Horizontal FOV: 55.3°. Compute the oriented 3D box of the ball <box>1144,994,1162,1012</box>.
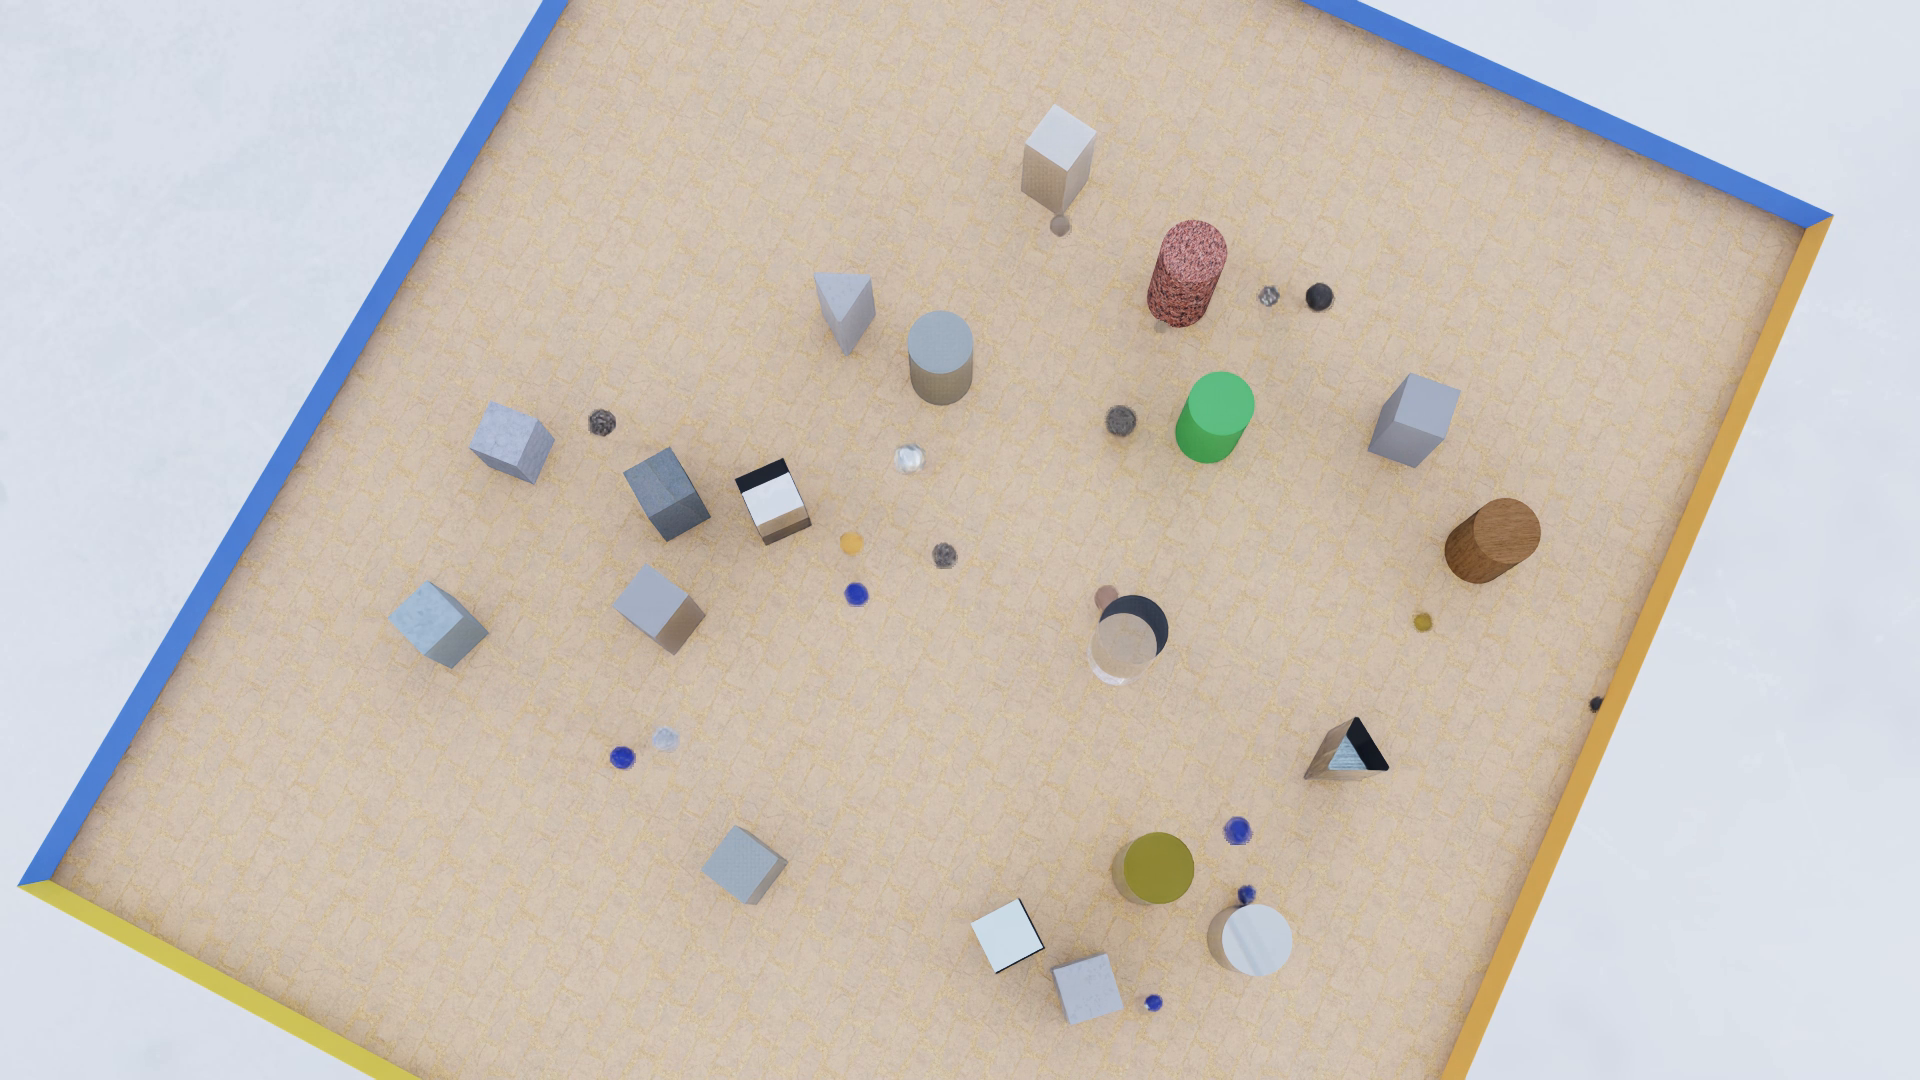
[{"bbox_3d":[0.559,1.344,5.314,0.049,0.049,0.049,0,78,0],"label":"ball"}]

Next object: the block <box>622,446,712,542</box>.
[{"bbox_3d":[-0.870,-0.133,5.467,0.156,0.347,0.156,-30,80,-6],"label":"block"}]

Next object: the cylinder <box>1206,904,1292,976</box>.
[{"bbox_3d":[0.821,1.137,5.217,0.194,0.323,0.194,0,78,0],"label":"cylinder"}]

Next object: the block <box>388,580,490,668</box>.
[{"bbox_3d":[-1.537,0.253,5.413,0.156,0.296,0.156,44,82,8],"label":"block"}]

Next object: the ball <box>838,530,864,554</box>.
[{"bbox_3d":[-0.332,0.009,5.579,0.074,0.074,0.074,0,78,0],"label":"ball"}]

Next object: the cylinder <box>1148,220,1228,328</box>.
[{"bbox_3d":[0.686,-0.804,5.570,0.194,0.416,0.194,0,78,0],"label":"cylinder"}]

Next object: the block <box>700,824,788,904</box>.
[{"bbox_3d":[-0.614,0.935,5.258,0.156,0.323,0.156,36,81,7],"label":"block"}]

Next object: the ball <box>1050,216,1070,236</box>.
[{"bbox_3d":[0.316,-0.993,5.788,0.066,0.066,0.066,0,78,0],"label":"ball"}]

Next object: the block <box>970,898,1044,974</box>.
[{"bbox_3d":[0.134,1.134,5.256,0.156,0.246,0.156,-27,80,-5],"label":"block"}]

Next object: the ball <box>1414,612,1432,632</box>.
[{"bbox_3d":[1.400,0.248,5.537,0.055,0.055,0.055,0,78,0],"label":"ball"}]

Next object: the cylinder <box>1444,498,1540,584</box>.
[{"bbox_3d":[1.580,0.006,5.450,0.194,0.324,0.194,0,78,0],"label":"cylinder"}]

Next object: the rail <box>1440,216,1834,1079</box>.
[{"bbox_3d":[1.744,0.861,5.373,0.045,0.126,4.269,26,80,5],"label":"rail"}]

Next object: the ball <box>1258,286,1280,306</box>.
[{"bbox_3d":[0.968,-0.765,5.742,0.064,0.064,0.064,0,78,0],"label":"ball"}]

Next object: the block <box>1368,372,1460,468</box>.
[{"bbox_3d":[1.361,-0.356,5.509,0.156,0.355,0.156,20,79,4],"label":"block"}]

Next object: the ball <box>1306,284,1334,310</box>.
[{"bbox_3d":[1.124,-0.760,5.730,0.085,0.085,0.085,0,78,0],"label":"ball"}]

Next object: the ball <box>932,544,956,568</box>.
[{"bbox_3d":[-0.048,0.046,5.570,0.073,0.073,0.073,0,78,0],"label":"ball"}]

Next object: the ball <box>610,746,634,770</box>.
[{"bbox_3d":[-1.006,0.646,5.448,0.069,0.069,0.069,0,78,0],"label":"ball"}]

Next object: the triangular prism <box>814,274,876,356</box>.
[{"bbox_3d":[-0.372,-0.717,5.590,0.146,0.343,0.168,32,80,6],"label":"triangular prism"}]

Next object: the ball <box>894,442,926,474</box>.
[{"bbox_3d":[-0.151,-0.252,5.619,0.097,0.097,0.097,0,78,0],"label":"ball"}]

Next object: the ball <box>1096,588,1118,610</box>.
[{"bbox_3d":[0.443,0.177,5.542,0.069,0.069,0.069,0,78,0],"label":"ball"}]

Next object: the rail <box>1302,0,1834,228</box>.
[{"bbox_3d":[0.944,-1.842,5.932,3.948,0.126,0.045,26,80,5],"label":"rail"}]

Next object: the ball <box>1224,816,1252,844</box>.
[{"bbox_3d":[0.819,0.854,5.400,0.078,0.078,0.078,0,78,0],"label":"ball"}]

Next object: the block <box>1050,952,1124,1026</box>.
[{"bbox_3d":[0.358,1.275,5.219,0.156,0.262,0.156,-17,79,-3],"label":"block"}]

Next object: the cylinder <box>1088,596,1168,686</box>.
[{"bbox_3d":[0.481,0.296,5.312,0.194,0.476,0.194,0,78,0],"label":"cylinder"}]

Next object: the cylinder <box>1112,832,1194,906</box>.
[{"bbox_3d":[0.545,0.939,5.215,0.194,0.406,0.194,0,78,0],"label":"cylinder"}]

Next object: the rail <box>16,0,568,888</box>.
[{"bbox_3d":[-1.744,-0.847,5.726,0.045,0.126,4.269,26,80,5],"label":"rail"}]

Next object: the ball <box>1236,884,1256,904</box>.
[{"bbox_3d":[0.840,1.039,5.373,0.055,0.055,0.055,0,78,0],"label":"ball"}]

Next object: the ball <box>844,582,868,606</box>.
[{"bbox_3d":[-0.315,0.162,5.547,0.071,0.071,0.071,0,78,0],"label":"ball"}]

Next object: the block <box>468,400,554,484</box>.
[{"bbox_3d":[-1.356,-0.293,5.556,0.156,0.238,0.156,21,79,4],"label":"block"}]

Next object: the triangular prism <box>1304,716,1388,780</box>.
[{"bbox_3d":[1.111,0.604,5.300,0.168,0.375,0.146,0,78,0],"label":"triangular prism"}]

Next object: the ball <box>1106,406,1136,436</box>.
[{"bbox_3d":[0.495,-0.365,5.645,0.093,0.093,0.093,0,78,0],"label":"ball"}]

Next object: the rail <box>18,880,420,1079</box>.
[{"bbox_3d":[-0.944,1.856,5.167,3.948,0.126,0.045,26,80,5],"label":"rail"}]

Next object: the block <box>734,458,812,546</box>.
[{"bbox_3d":[-0.556,-0.111,5.492,0.156,0.288,0.156,-24,79,-5],"label":"block"}]

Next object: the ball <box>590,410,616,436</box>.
[{"bbox_3d":[-1.102,-0.361,5.650,0.082,0.082,0.082,0,78,0],"label":"ball"}]

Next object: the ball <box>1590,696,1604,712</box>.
[{"bbox_3d":[1.911,0.493,5.492,0.045,0.045,0.045,0,78,0],"label":"ball"}]

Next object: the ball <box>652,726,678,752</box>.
[{"bbox_3d":[-0.879,0.591,5.455,0.077,0.077,0.077,0,78,0],"label":"ball"}]

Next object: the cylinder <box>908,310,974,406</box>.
[{"bbox_3d":[-0.058,-0.548,5.555,0.194,0.342,0.194,0,78,0],"label":"cylinder"}]

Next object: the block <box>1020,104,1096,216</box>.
[{"bbox_3d":[0.302,-1.169,5.670,0.156,0.369,0.156,35,80,7],"label":"block"}]

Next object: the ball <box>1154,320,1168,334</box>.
[{"bbox_3d":[0.630,-0.665,5.728,0.041,0.041,0.041,0,78,0],"label":"ball"}]

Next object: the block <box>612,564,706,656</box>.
[{"bbox_3d":[-0.880,0.208,5.387,0.156,0.365,0.156,36,81,7],"label":"block"}]

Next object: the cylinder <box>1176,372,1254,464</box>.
[{"bbox_3d":[0.765,-0.365,5.520,0.194,0.337,0.194,0,78,0],"label":"cylinder"}]
